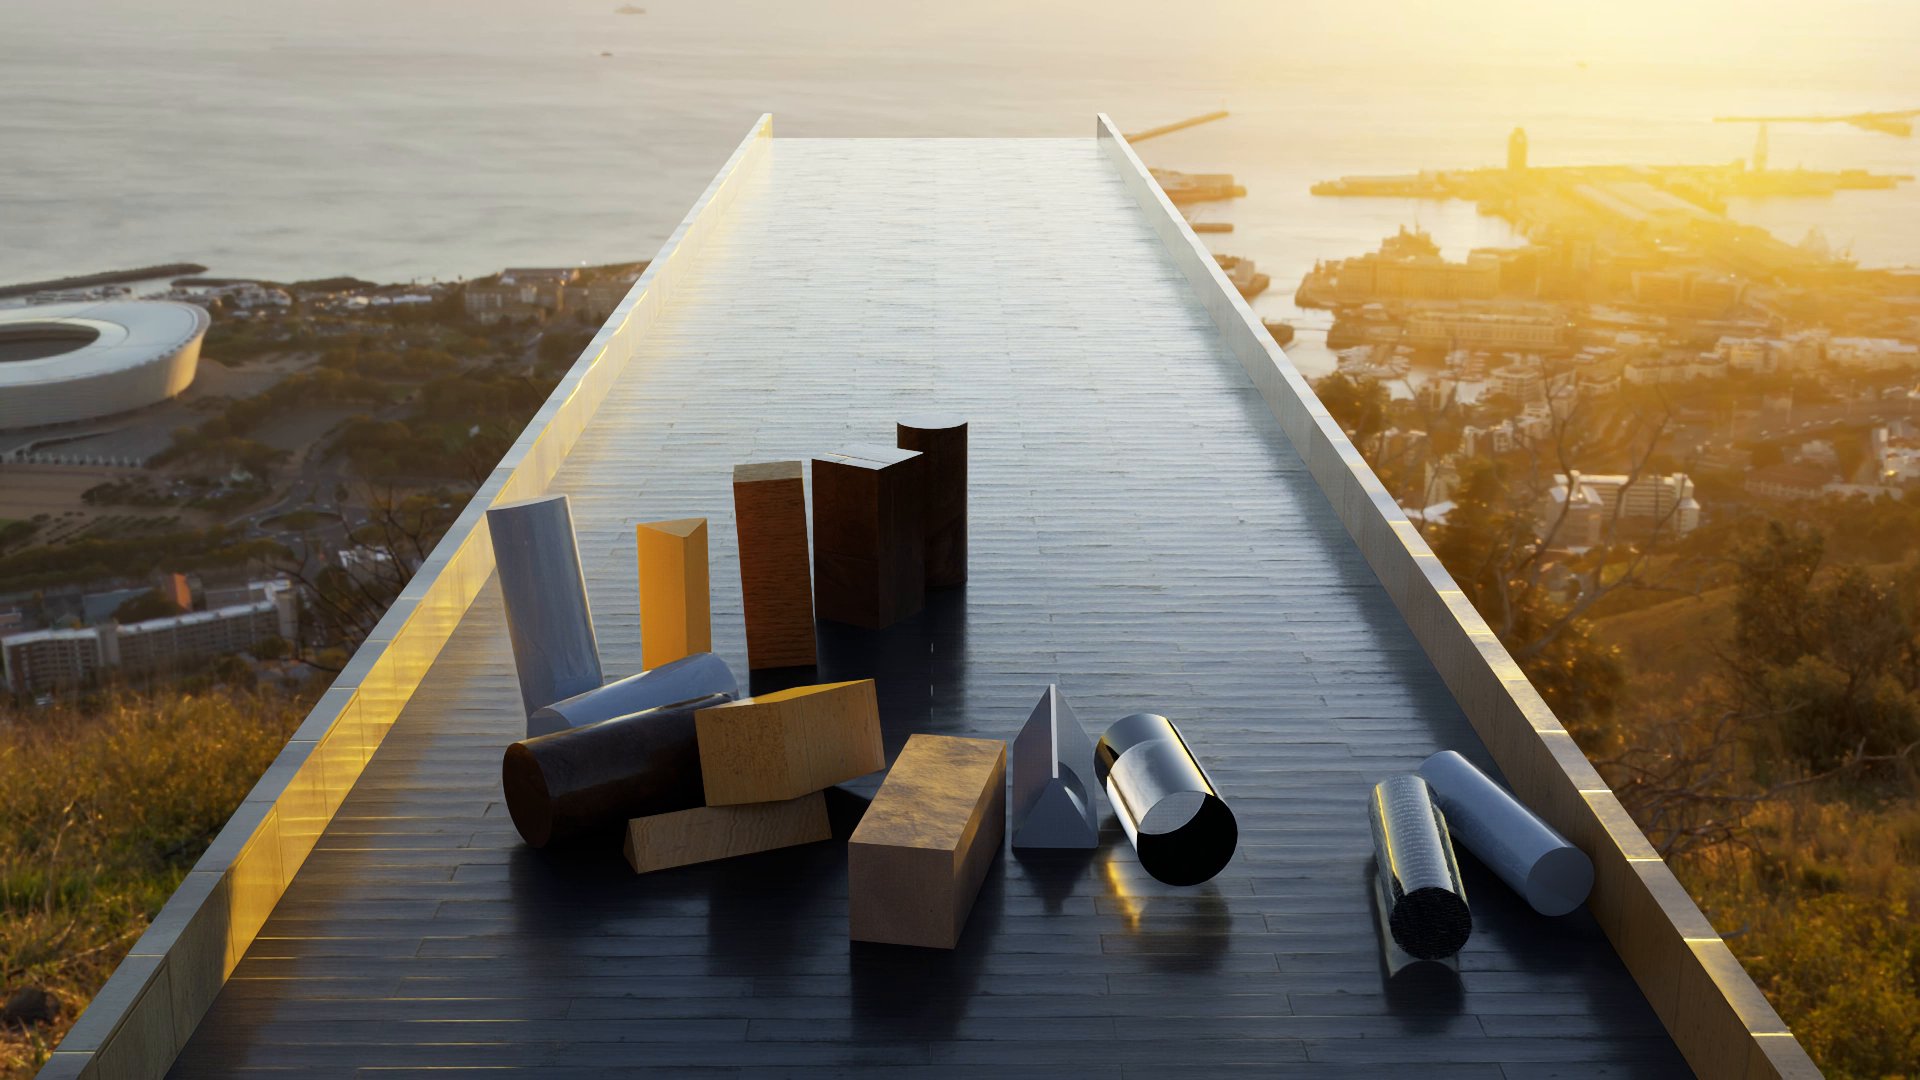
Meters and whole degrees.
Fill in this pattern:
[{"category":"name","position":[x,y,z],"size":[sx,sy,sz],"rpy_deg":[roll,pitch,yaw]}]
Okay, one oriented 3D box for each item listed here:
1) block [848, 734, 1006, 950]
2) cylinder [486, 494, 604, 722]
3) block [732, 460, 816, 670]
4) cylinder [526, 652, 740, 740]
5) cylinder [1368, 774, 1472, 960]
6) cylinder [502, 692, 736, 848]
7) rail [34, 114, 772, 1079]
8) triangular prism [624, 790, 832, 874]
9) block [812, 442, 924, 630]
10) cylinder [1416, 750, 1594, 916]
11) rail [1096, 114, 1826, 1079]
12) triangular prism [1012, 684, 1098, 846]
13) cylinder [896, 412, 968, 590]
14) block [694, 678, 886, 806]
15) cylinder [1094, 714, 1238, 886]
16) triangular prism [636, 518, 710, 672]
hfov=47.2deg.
[{"category":"block","position":[-0.044,0.458,3.411],"size":[0.157,0.157,0.434],"rpy_deg":[3,17,11]},{"category":"cylinder","position":[-0.737,0.143,3.949],"size":[0.147,0.432,0.147],"rpy_deg":[-10,7,1]},{"category":"block","position":[-0.367,0.049,4.375],"size":[0.134,0.385,0.134],"rpy_deg":[-4,17,-3]},{"category":"cylinder","position":[-0.575,0.318,3.896],"size":[0.149,0.149,0.370],"rpy_deg":[13,21,38]},{"category":"cylinder","position":[0.699,0.493,3.364],"size":[0.116,0.116,0.417],"rpy_deg":[2,17,5]},{"category":"cylinder","position":[-0.546,0.378,3.649],"size":[0.380,0.174,0.174],"rpy_deg":[-12,21,-36]},{"category":"rail","position":[-1.118,-0.838,7.780],"size":[0.050,0.150,12.000],"rpy_deg":[0,17,-1]},{"category":"triangular prism","position":[-0.374,0.459,3.544],"size":[0.325,0.075,0.087],"rpy_deg":[-7,18,-23]},{"category":"block","position":[-0.193,-0.011,4.655],"size":[0.169,0.347,0.169],"rpy_deg":[11,20,32]},{"category":"cylinder","position":[0.854,0.459,3.485],"size":[0.113,0.113,0.393],"rpy_deg":[-4,17,-13]},{"category":"rail","position":[0.932,-0.844,7.801],"size":[0.050,0.150,12.000],"rpy_deg":[0,17,-1]},{"category":"triangular prism","position":[0.160,0.375,3.743],"size":[0.138,0.119,0.432],"rpy_deg":[0,17,2]},{"category":"cylinder","position":[-0.061,-0.089,4.886],"size":[0.158,0.365,0.158],"rpy_deg":[0,17,0]},{"category":"block","position":[-0.277,0.333,3.651],"size":[0.155,0.155,0.354],"rpy_deg":[-8,-1,23]},{"category":"cylinder","position":[0.328,0.414,3.551],"size":[0.161,0.161,0.330],"rpy_deg":[-2,17,-8]},{"category":"triangular prism","position":[-0.515,0.138,4.147],"size":[0.132,0.351,0.114],"rpy_deg":[14,21,38]}]
